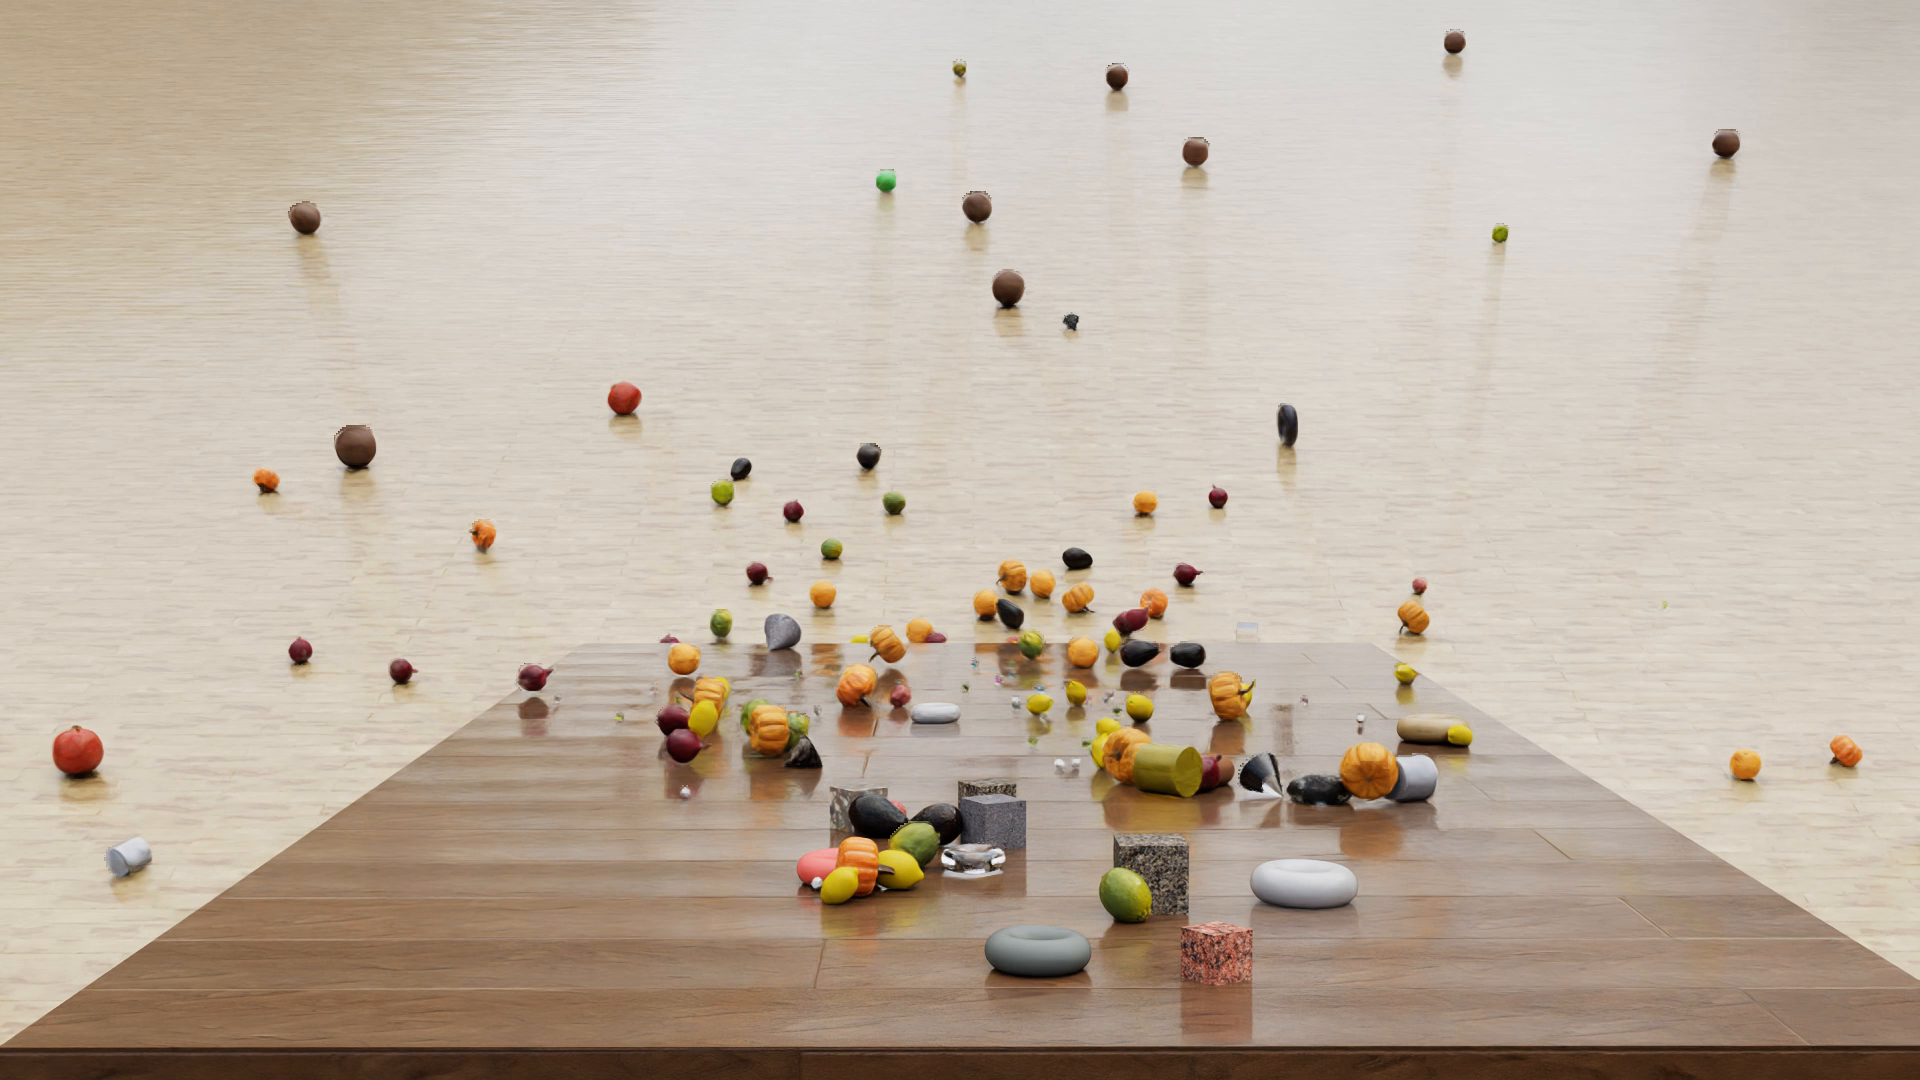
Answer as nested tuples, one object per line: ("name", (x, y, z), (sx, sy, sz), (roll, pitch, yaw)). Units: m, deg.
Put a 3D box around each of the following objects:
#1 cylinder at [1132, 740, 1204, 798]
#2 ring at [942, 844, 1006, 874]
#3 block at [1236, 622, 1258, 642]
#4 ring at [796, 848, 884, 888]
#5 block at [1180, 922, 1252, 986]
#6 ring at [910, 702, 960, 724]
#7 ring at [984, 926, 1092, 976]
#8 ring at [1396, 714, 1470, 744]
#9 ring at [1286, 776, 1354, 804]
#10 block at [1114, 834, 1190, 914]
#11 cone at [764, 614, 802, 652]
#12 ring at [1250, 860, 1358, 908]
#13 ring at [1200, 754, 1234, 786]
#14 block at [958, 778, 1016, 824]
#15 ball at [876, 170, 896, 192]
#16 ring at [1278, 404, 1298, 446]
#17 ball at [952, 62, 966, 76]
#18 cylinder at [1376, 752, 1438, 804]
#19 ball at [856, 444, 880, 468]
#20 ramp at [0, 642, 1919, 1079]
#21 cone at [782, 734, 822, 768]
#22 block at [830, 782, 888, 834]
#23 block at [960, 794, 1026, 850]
("cylinder", (0.331, 0.366, 4.093), (0.080, 0.080, 0.080), (12, 23, 39))
("ring", (0.018, 0.430, 3.466), (0.087, 0.029, 0.087), (-1, 4, 0))
("block", (0.754, 0.253, 6.746), (0.056, 0.056, 0.056), (3, 21, 7))
("ring", (-0.158, 0.431, 3.375), (0.114, 0.038, 0.114), (-1, 4, 0))
("block", (0.282, 0.454, 2.824), (0.055, 0.055, 0.055), (-2, 4, -36))
("ring", (-0.048, 0.337, 4.992), (0.100, 0.033, 0.100), (-1, 4, 0))
("ring", (0.087, 0.460, 2.876), (0.120, 0.040, 0.120), (1, 3, 0))
("ring", (0.870, 0.347, 4.719), (0.135, 0.045, 0.135), (0, 2, 0))
("ring", (0.566, 0.393, 4.038), (0.105, 0.035, 0.105), (-1, 4, 0))
("block", (0.238, 0.417, 3.205), (0.086, 0.086, 0.086), (0, 3, -2))
("cone", (-0.456, 0.250, 6.364), (0.099, 0.099, 0.099), (6, 32, 16))
("ring", (0.435, 0.434, 3.245), (0.136, 0.045, 0.136), (1, 4, 0))
("ring", (0.387, 0.378, 4.222), (0.128, 0.043, 0.128), (-1, 4, 0))
("block", (0.040, 0.391, 3.813), (0.064, 0.064, 0.064), (-2, 4, -28))
("ball", (-0.339, -1.647, 11.795), (0.096, 0.096, 0.096), (0, 20, 0))
("ring", (1.062, -0.372, 8.322), (0.045, 0.136, 0.136), (-4, 21, -6))
("ball", (-0.001, -2.670, 14.568), (0.080, 0.080, 0.080), (0, 20, 0))
("cylinder", (0.703, 0.374, 4.038), (0.068, 0.068, 0.068), (-13, 24, -31))
("ball", (-0.289, -0.264, 8.107), (0.074, 0.074, 0.074), (0, 20, 0))
("ramp", (0.048, 0.431, 4.533), (2.000, 0.100, 4.000), (0, 3, 0))
("cone", (-0.279, 0.375, 4.401), (0.061, 0.061, 0.061), (-29, 29, -14))
("block", (-0.149, 0.394, 3.786), (0.061, 0.061, 0.061), (-3, 4, -38))
("block", (0.047, 0.400, 3.636), (0.067, 0.067, 0.067), (-2, 4, -30))
